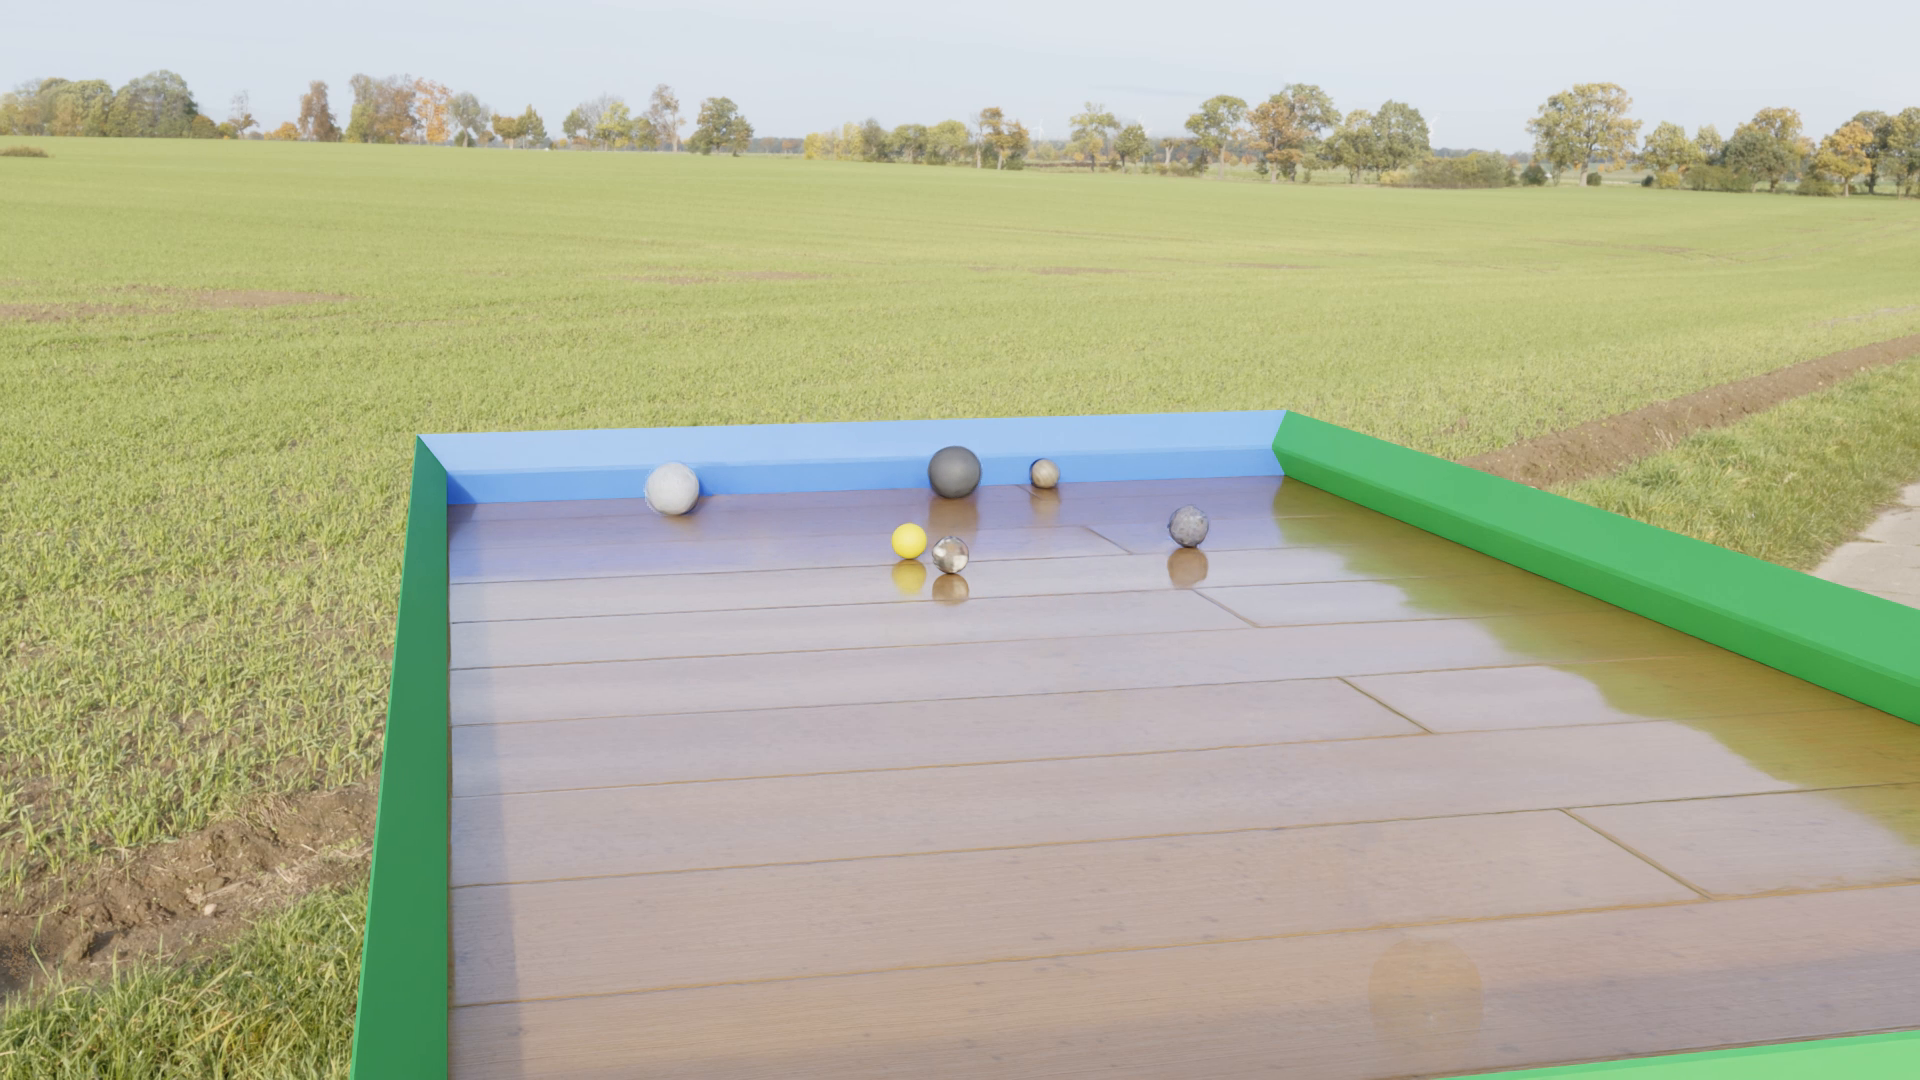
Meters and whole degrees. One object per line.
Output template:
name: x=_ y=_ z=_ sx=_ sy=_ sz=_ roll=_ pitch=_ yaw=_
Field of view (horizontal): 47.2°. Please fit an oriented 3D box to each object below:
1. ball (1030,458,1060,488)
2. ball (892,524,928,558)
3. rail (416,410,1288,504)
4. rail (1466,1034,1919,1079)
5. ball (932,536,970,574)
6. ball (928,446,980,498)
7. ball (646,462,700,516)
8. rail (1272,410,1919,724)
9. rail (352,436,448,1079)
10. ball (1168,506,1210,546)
ball: x=0.146 y=-0.113 z=3.739 sx=0.051 sy=0.051 sz=0.051 roll=0 pitch=10 yaw=0
ball: x=-0.072 y=0.001 z=3.104 sx=0.051 sy=0.051 sz=0.051 roll=0 pitch=10 yaw=0
rail: x=-0.144 y=-0.139 z=3.699 sx=1.493 sy=0.114 sz=0.045 roll=-2 pitch=10 yaw=-13
rail: x=0.444 y=0.315 z=1.179 sx=1.493 sy=0.114 sz=0.045 roll=-2 pitch=10 yaw=-13
ball: x=-0.013 y=0.020 z=2.997 sx=0.051 sy=0.051 sz=0.051 roll=0 pitch=10 yaw=0
ball: x=-0.010 y=-0.112 z=3.631 sx=0.088 sy=0.088 sz=0.088 roll=0 pitch=10 yaw=0
ball: x=-0.452 y=-0.080 z=3.460 sx=0.084 sy=0.084 sz=0.084 roll=0 pitch=10 yaw=0
rail: x=0.854 y=0.059 z=2.599 sx=0.045 sy=0.114 sz=2.675 roll=-2 pitch=10 yaw=-13
rail: x=-0.555 y=0.117 z=2.280 sx=0.045 sy=0.114 sz=2.675 roll=-2 pitch=10 yaw=-13
ball: x=0.332 y=-0.020 z=3.197 sx=0.060 sy=0.060 sz=0.060 roll=0 pitch=10 yaw=0
